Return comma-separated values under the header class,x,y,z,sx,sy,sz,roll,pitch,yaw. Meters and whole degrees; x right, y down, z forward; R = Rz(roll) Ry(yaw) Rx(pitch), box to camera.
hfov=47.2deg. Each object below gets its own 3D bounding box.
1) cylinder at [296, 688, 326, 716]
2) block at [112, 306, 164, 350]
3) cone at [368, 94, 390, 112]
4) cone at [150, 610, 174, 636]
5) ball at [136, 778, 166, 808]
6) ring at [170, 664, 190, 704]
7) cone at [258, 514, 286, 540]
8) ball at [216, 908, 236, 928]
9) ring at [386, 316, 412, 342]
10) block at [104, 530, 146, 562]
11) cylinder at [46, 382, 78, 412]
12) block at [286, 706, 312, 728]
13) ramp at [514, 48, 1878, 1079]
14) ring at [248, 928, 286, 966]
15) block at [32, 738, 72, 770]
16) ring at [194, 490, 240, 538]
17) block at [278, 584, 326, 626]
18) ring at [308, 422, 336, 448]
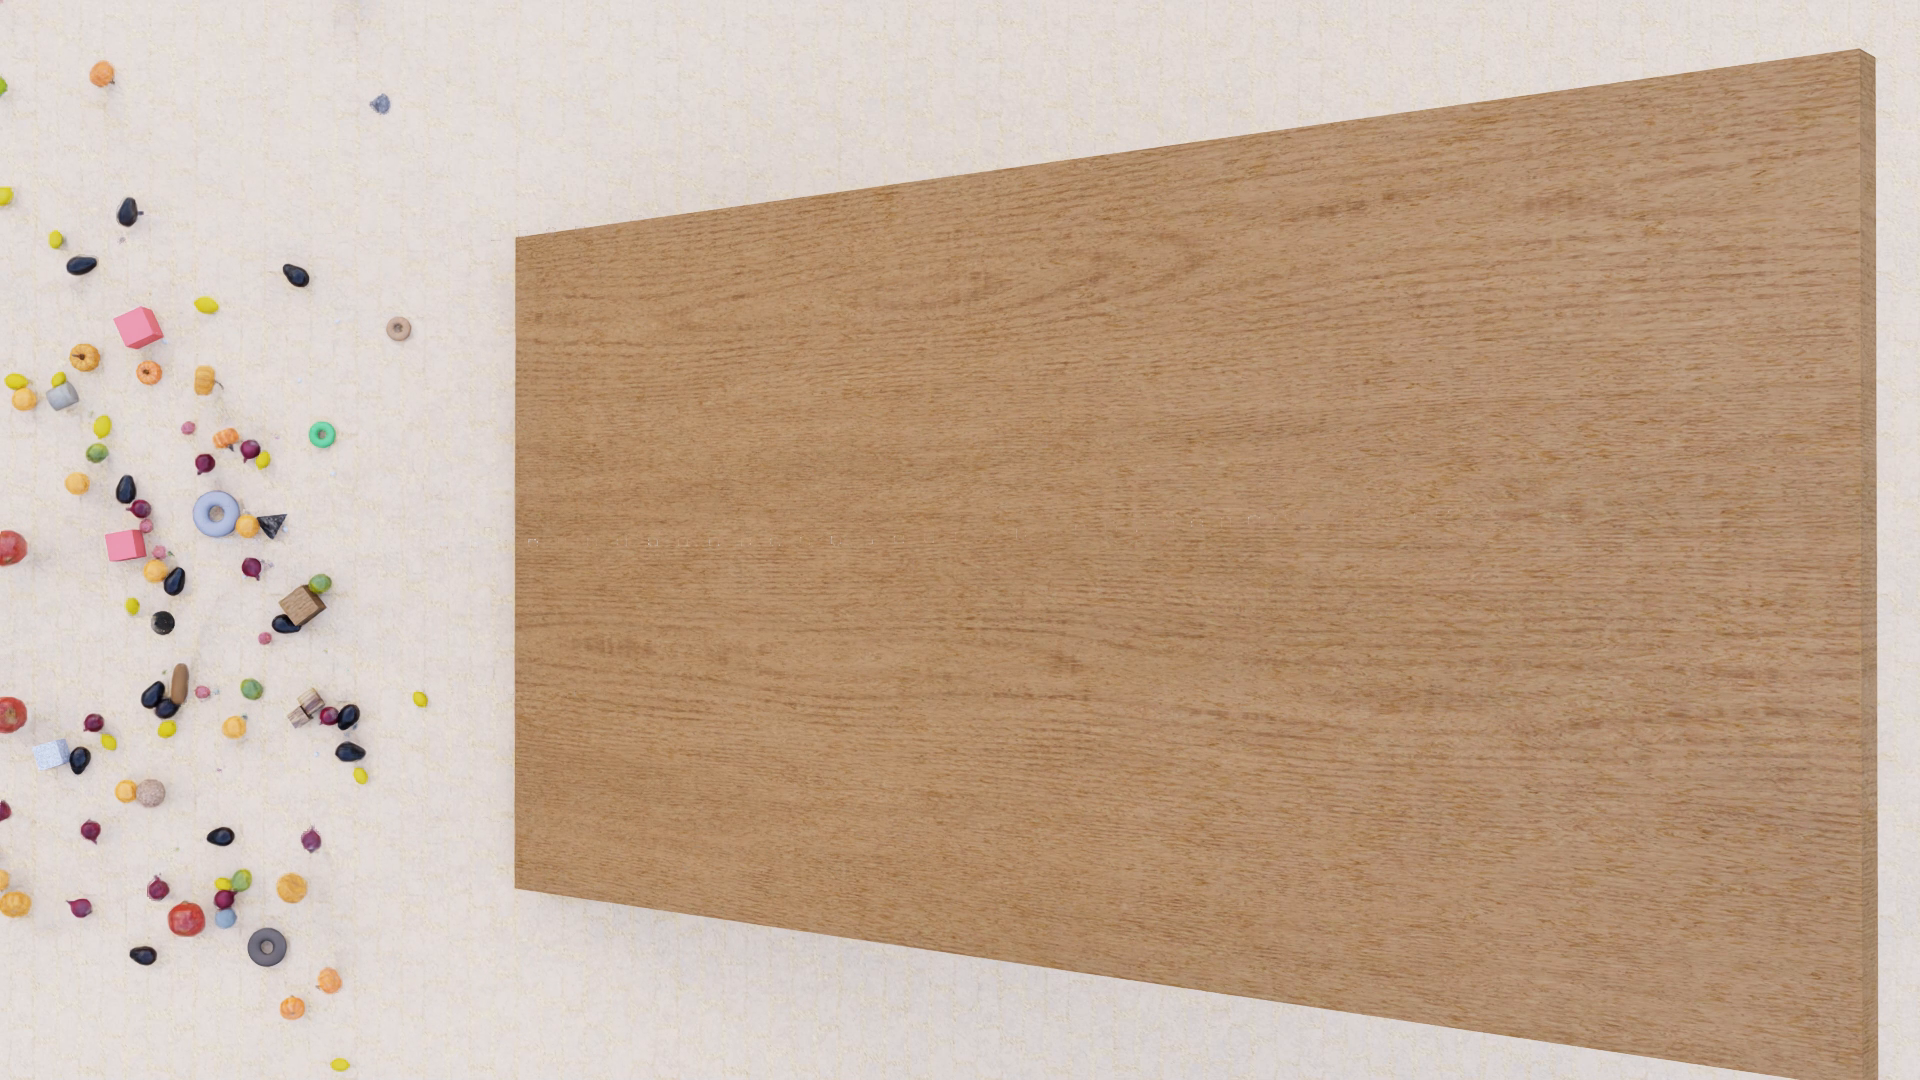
class,x,y,z,sx,sy,sz,roll,pitch,yaw
cylinder,-2.006,0.500,6.799,0.063,0.063,0.063,-35,90,0
block,-2.536,-0.655,6.790,0.094,0.094,0.094,-25,90,0
cone,-1.814,-1.356,6.828,0.059,0.059,0.059,6,90,27
cone,-2.476,0.257,6.794,0.076,0.076,0.076,0,90,0
ball,-2.497,0.780,6.784,0.088,0.088,0.088,0,90,0
ring,-2.402,0.443,6.769,0.043,0.128,0.128,11,90,-22
cone,-2.118,-0.060,6.815,0.083,0.083,0.083,-38,90,-27
ball,-2.267,1.169,6.795,0.061,0.061,0.061,0,90,0
ring,-1.742,-0.655,6.825,0.077,0.026,0.077,0,88,-1
block,-2.576,0.017,6.791,0.085,0.085,0.085,-11,90,0
cylinder,-2.776,-0.444,6.802,0.069,0.069,0.069,-25,90,0
block,-2.043,0.547,6.804,0.051,0.051,0.051,-35,90,0
ramp,0.214,0.062,5.529,4.000,0.100,2.000,0,90,39
ring,-2.144,1.260,6.805,0.121,0.040,0.121,0,89,1
block,-2.803,0.662,6.791,0.076,0.076,0.076,-18,90,0
ring,-2.303,-0.081,6.810,0.146,0.049,0.146,0,89,1
block,-2.029,0.201,6.787,0.090,0.090,0.090,-37,90,0
ring,-1.978,-0.326,6.821,0.083,0.028,0.083,0,89,1
